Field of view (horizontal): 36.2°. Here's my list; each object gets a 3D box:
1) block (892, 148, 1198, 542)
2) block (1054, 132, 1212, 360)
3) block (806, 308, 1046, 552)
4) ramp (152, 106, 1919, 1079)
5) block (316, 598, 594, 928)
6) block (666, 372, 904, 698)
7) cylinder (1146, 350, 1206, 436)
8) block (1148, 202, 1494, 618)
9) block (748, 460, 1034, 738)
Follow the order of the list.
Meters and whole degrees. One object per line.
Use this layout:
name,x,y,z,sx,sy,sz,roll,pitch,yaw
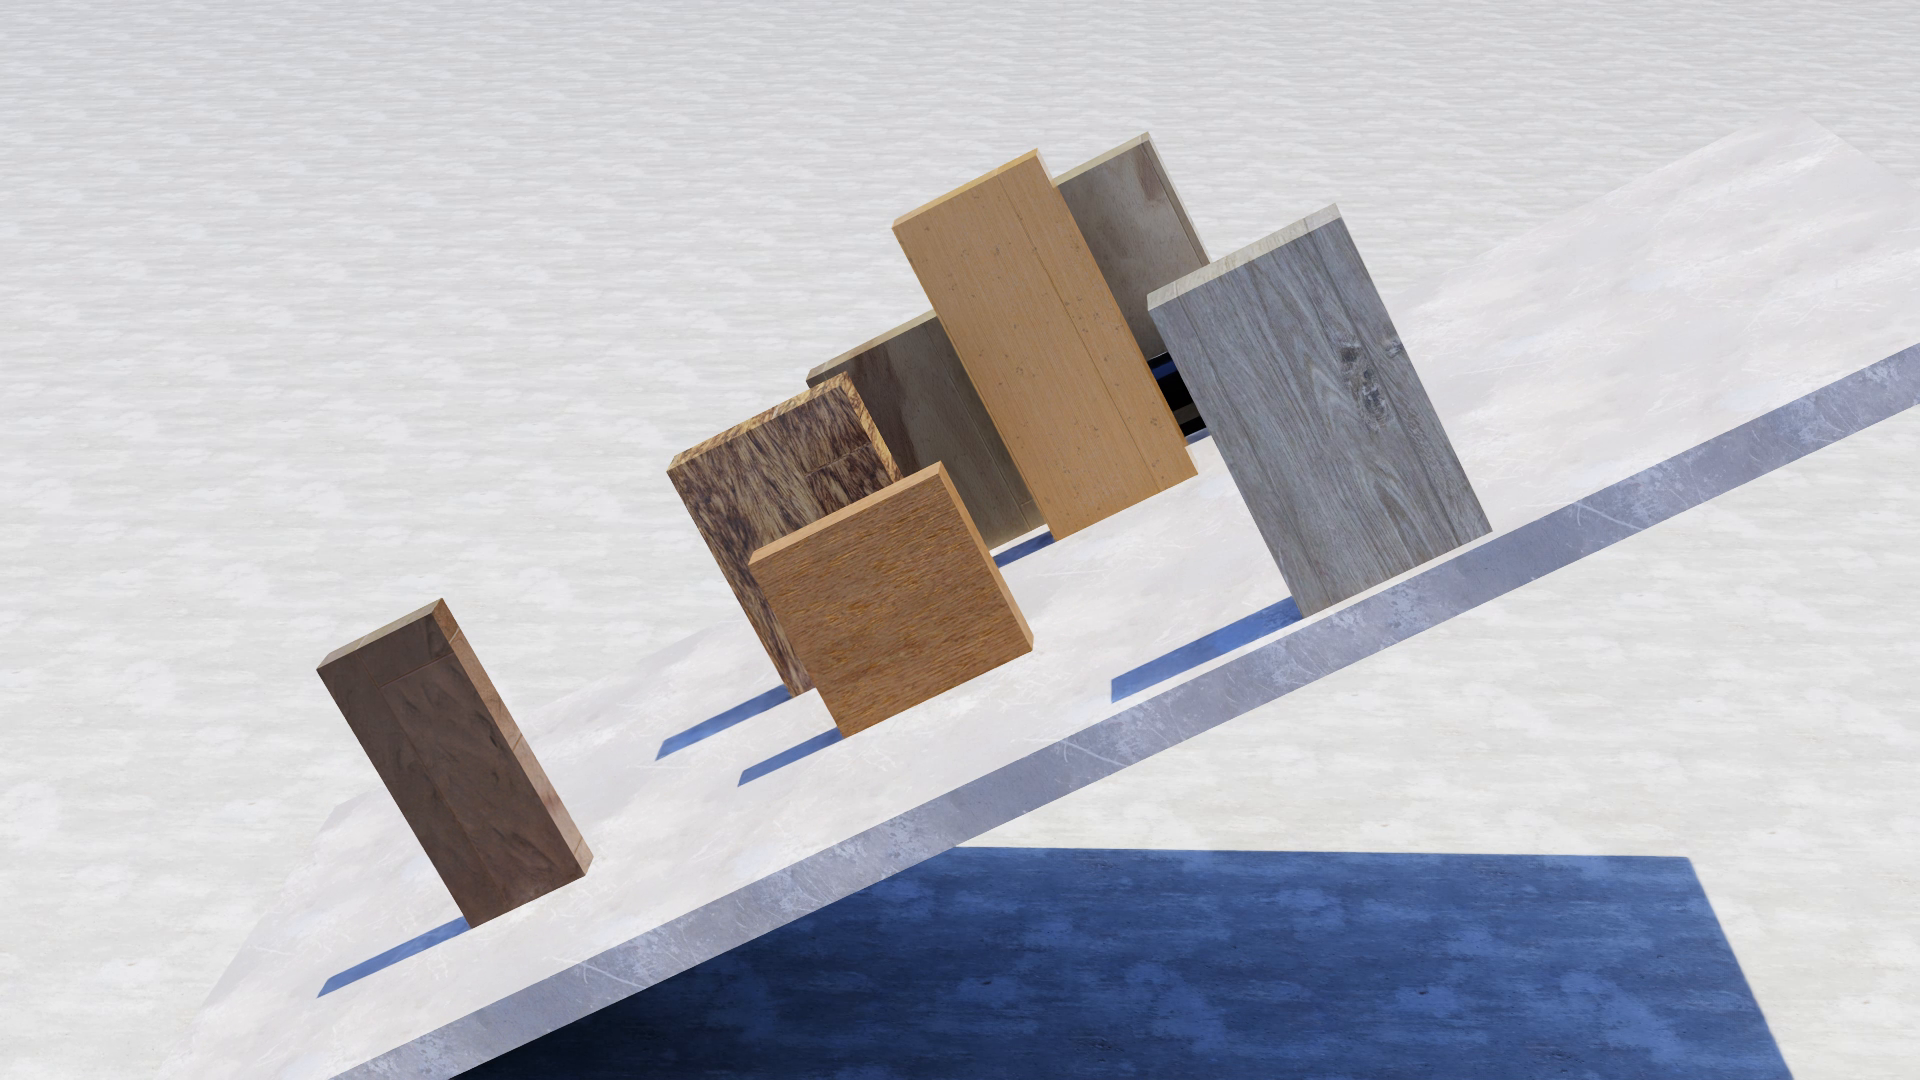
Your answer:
block,0.190,-0.422,6.442,0.350,0.789,0.102,-26,14,10
block,0.436,-0.590,6.889,0.327,0.640,0.128,-26,14,10
block,-0.050,-0.224,6.713,0.387,0.542,0.108,-26,14,10
ramp,0.140,0.168,6.281,4.000,0.100,2.000,-26,14,10
block,-1.017,0.454,5.946,0.269,0.625,0.099,-26,14,10
block,-0.304,-0.009,6.357,0.423,0.573,0.129,-26,14,10
cylinder,0.529,-0.351,6.779,0.198,0.198,0.198,-25,12,14
block,0.636,-0.226,5.204,0.368,0.628,0.136,-26,14,10
block,-0.136,0.122,5.899,0.426,0.410,0.094,-26,14,10
